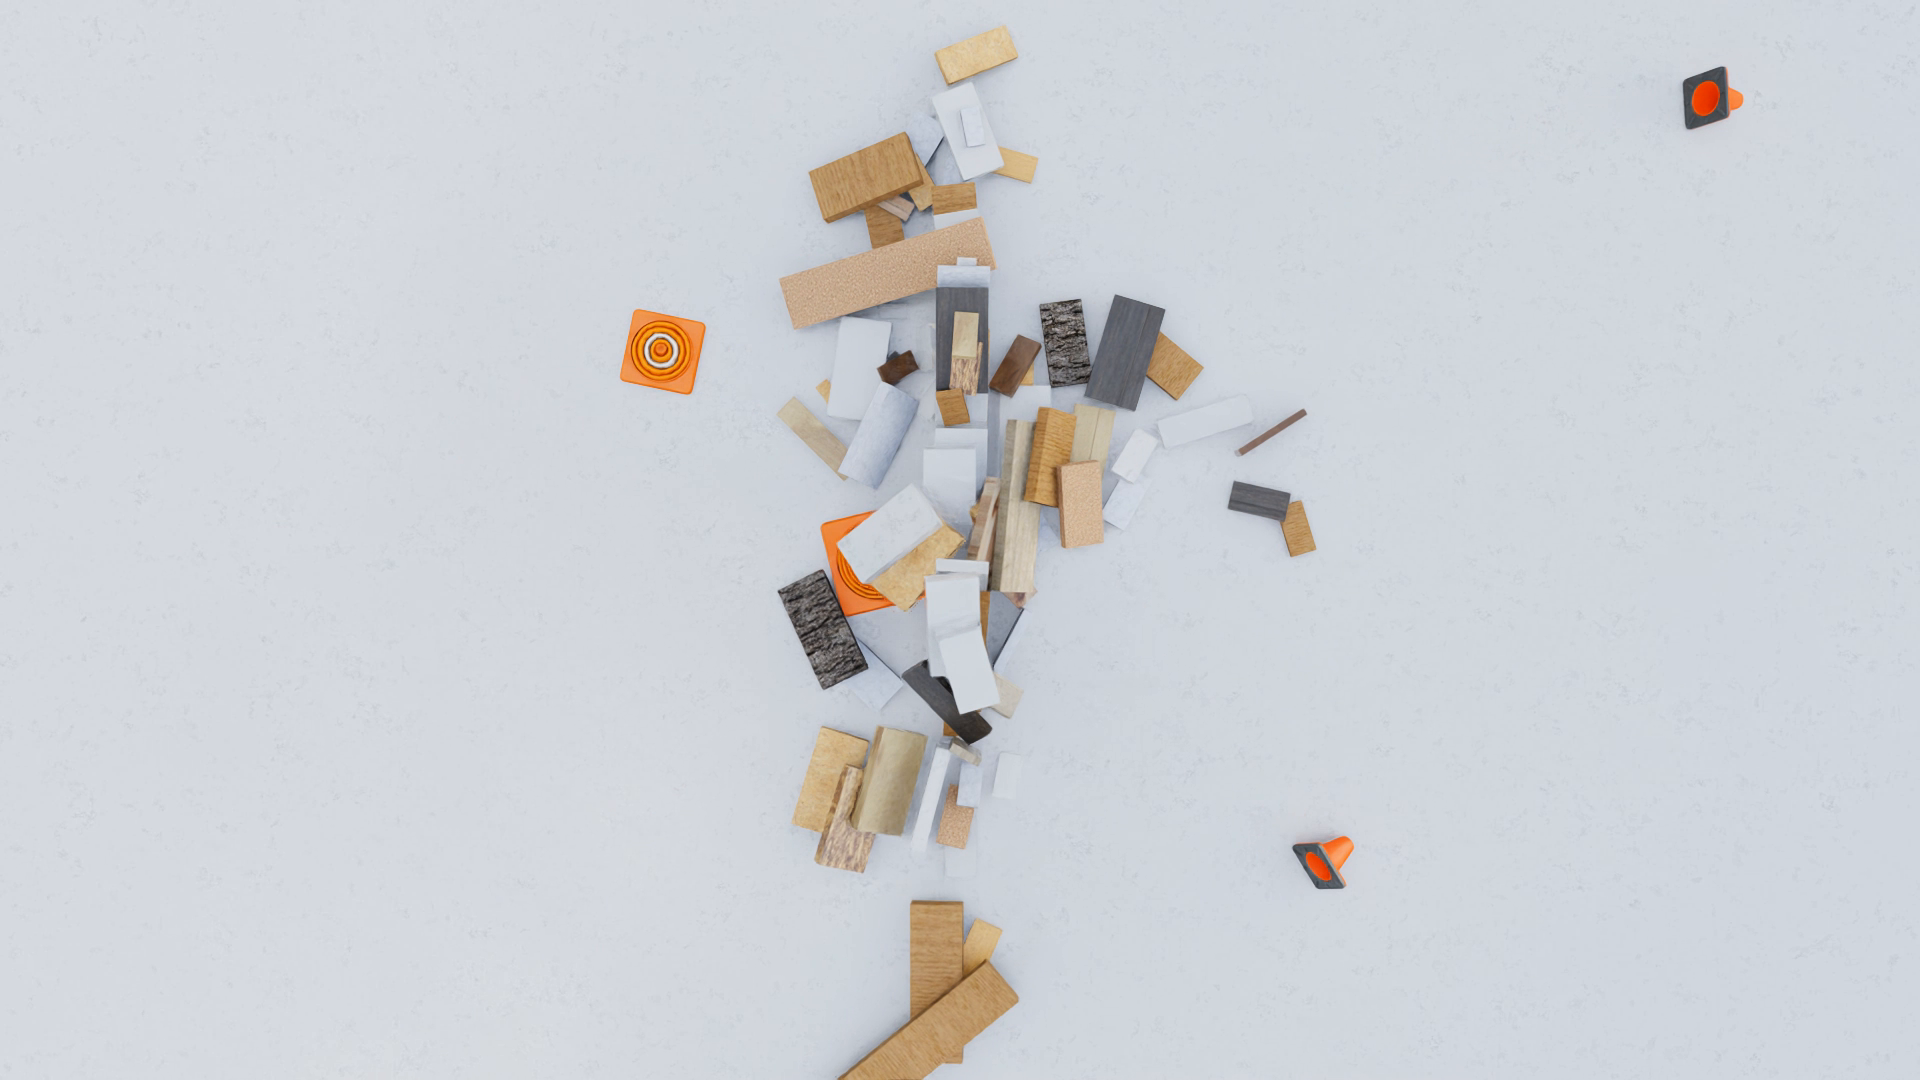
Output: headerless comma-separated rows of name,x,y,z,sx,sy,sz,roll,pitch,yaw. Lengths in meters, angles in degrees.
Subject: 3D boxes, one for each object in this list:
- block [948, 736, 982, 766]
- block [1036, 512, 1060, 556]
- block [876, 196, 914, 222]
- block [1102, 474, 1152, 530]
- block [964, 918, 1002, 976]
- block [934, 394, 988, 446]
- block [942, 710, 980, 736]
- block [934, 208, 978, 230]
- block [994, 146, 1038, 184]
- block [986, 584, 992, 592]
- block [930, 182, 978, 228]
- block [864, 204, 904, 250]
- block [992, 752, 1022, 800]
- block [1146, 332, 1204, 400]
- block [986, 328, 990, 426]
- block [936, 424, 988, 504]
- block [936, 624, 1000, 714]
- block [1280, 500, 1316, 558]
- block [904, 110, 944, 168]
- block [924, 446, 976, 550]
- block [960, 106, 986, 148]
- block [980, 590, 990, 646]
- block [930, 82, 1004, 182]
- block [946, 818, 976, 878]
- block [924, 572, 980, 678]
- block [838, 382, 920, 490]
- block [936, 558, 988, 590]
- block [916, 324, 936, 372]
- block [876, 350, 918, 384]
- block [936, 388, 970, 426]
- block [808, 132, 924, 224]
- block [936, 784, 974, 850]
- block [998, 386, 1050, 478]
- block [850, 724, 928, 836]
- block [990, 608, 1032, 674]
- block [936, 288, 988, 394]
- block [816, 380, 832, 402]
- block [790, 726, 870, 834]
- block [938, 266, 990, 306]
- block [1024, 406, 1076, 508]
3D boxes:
block,0.018,0.690,5.395,0.105,0.211,0.030,29,90,0
block,0.249,-0.045,5.488,0.087,0.025,0.174,-32,90,0
block,-0.240,-1.124,5.460,0.175,0.017,0.061,29,90,0
block,0.550,-0.137,5.486,0.096,0.027,0.192,29,90,0
block,0.056,1.368,5.486,0.099,0.028,0.197,25,90,0
block,0.004,-0.416,5.409,0.169,0.048,0.338,1,111,0
block,0.007,0.541,5.436,0.116,0.033,0.231,3,115,1
block,0.007,-0.929,5.404,0.144,0.041,0.289,-9,100,2
block,0.168,-1.252,5.488,0.171,0.024,0.086,16,90,0
block,0.081,0.113,5.491,0.058,0.017,0.117,-30,90,-2
block,-0.009,-1.024,5.430,0.144,0.041,0.289,-6,100,1
block,-0.251,-1.047,5.484,0.112,0.032,0.224,-12,90,0
block,0.157,0.783,5.489,0.074,0.021,0.149,11,90,0
block,0.658,-0.605,5.480,0.277,0.039,0.139,40,90,0
block,0.010,-0.527,5.417,0.168,0.048,0.336,1,111,0
block,0.002,-0.207,5.427,0.169,0.048,0.338,1,107,0
block,0.029,0.413,5.255,0.138,0.039,0.275,-16,114,-1
block,1.118,-0.038,5.488,0.086,0.024,0.173,-17,90,0
block,-0.150,-1.289,5.458,0.119,0.034,0.238,33,102,1
block,-0.032,-0.137,5.398,0.169,0.048,0.338,0,107,1
block,0.042,-1.345,5.377,0.061,0.017,0.121,-12,93,-7
block,0.004,0.299,5.372,0.167,0.047,0.334,4,131,0
block,0.023,-1.335,5.404,0.144,0.041,0.289,-22,94,-6
block,0.004,1.022,5.486,0.099,0.028,0.197,1,90,0
block,-0.020,0.268,5.235,0.167,0.047,0.334,-5,113,-6
block,-0.265,-0.341,5.421,0.046,0.164,0.328,26,90,38
block,0.000,0.181,5.351,0.167,0.334,0.047,4,54,0
block,-0.111,-0.637,5.464,0.022,0.076,0.152,-3,90,-41
block,-0.205,-0.567,5.447,0.135,0.019,0.067,-33,109,-27
block,-0.022,-0.427,5.310,0.084,0.168,0.024,-8,61,6
block,-0.309,-1.191,5.425,0.349,0.049,0.175,-20,79,11
block,-0.009,0.916,5.460,0.099,0.028,0.197,13,76,3
block,0.214,-0.345,5.476,0.167,0.047,0.334,1,90,0
block,-0.231,0.793,5.423,0.172,0.049,0.345,15,91,-31
block,0.169,0.335,5.442,0.033,0.116,0.231,28,90,-1
block,0.007,-0.639,5.288,0.168,0.048,0.336,0,100,0
block,-0.434,-0.484,5.493,0.048,0.014,0.096,-38,90,0
block,-0.430,0.803,5.476,0.167,0.047,0.335,17,90,0
block,0.009,-0.735,5.374,0.168,0.048,0.336,1,130,0
block,0.297,-0.269,5.399,0.044,0.155,0.310,8,88,39
